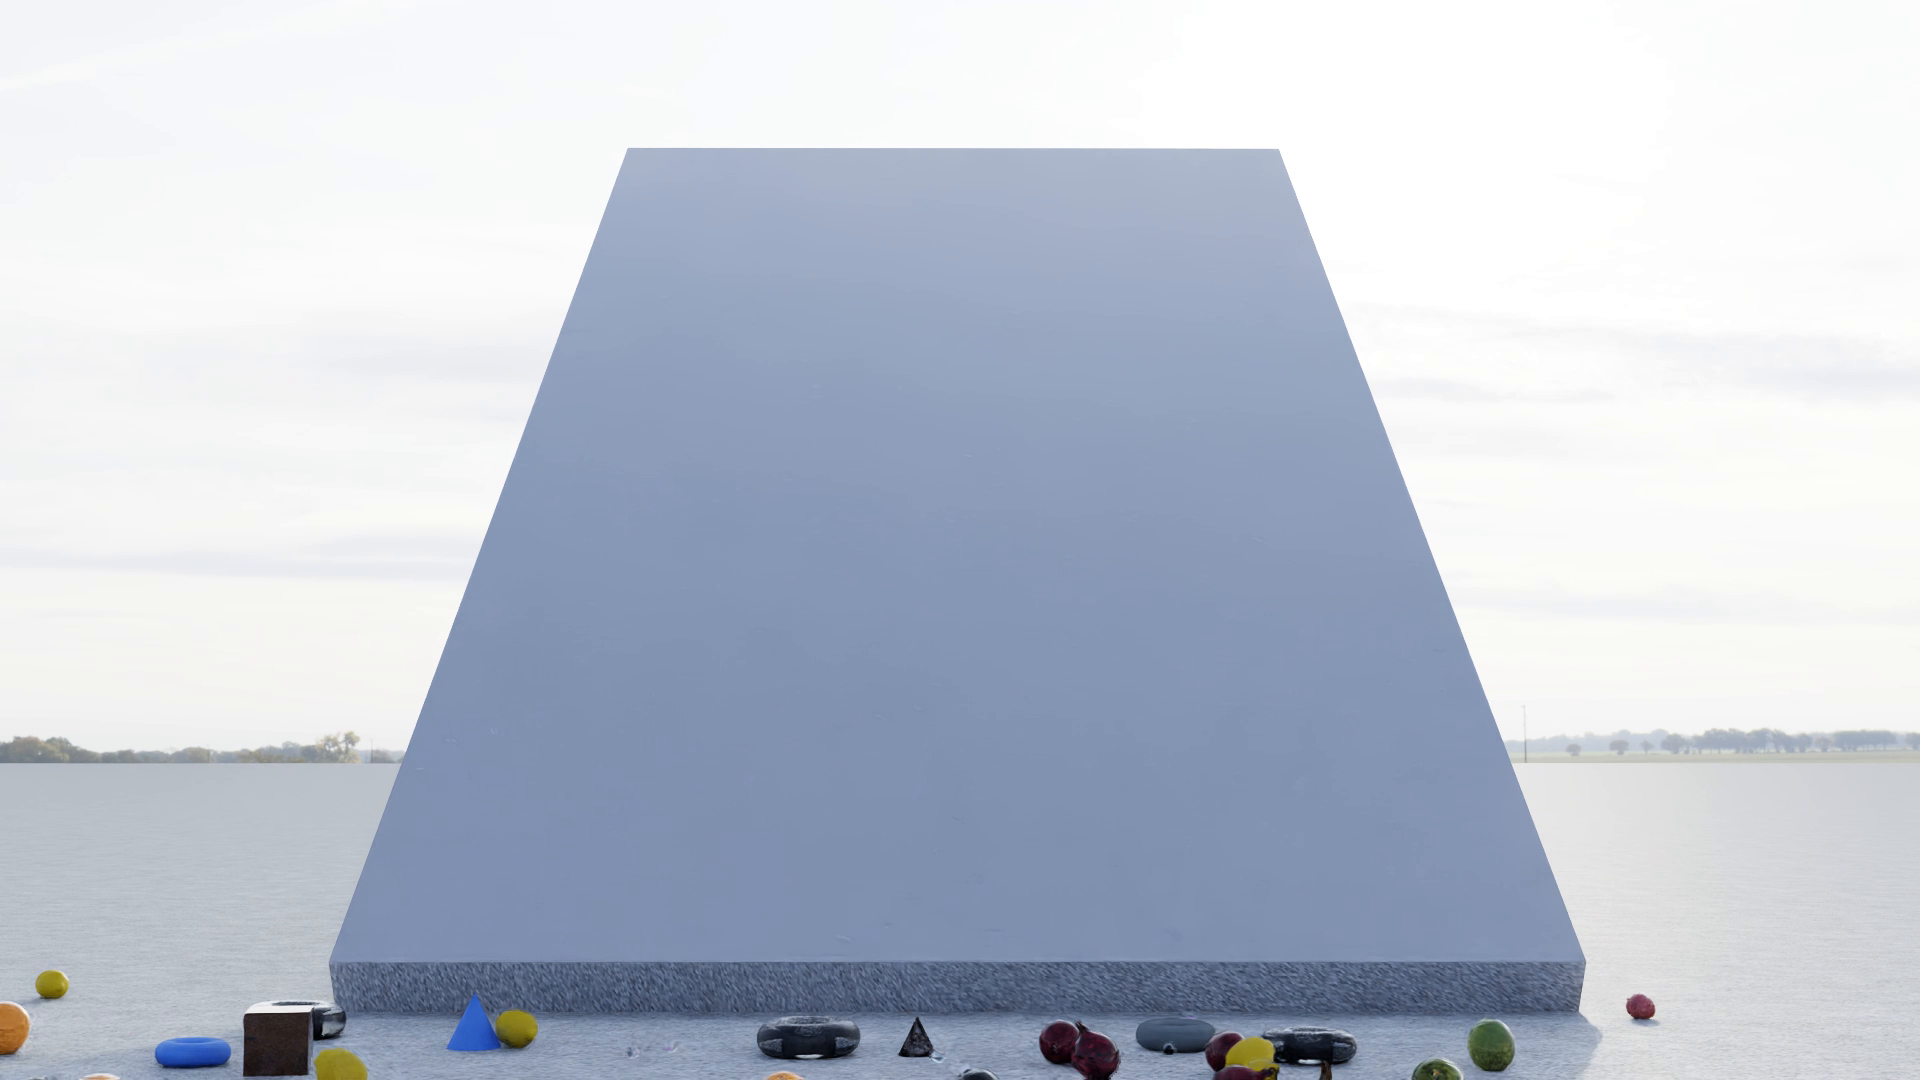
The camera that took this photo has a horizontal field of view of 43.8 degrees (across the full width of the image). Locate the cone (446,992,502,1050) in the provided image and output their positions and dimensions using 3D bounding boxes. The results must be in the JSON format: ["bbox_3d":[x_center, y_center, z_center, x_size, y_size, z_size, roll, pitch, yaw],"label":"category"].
[{"bbox_3d":[-0.686,0.678,3.369,0.077,0.077,0.077,0,-5,0],"label":"cone"}]

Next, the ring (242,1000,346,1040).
[{"bbox_3d":[-0.973,0.703,3.490,0.147,0.049,0.147,1,-5,0],"label":"ring"}]

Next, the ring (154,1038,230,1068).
[{"bbox_3d":[-1.022,0.683,3.180,0.097,0.032,0.097,1,-5,0],"label":"ring"}]

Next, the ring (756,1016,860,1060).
[{"bbox_3d":[-0.208,0.685,3.287,0.143,0.048,0.143,-1,-4,0],"label":"ring"}]

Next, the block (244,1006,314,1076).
[{"bbox_3d":[-0.888,0.652,3.109,0.080,0.080,0.080,1,-5,-11],"label":"block"}]

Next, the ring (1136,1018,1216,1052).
[{"bbox_3d":[0.304,0.696,3.350,0.114,0.038,0.114,1,-4,0],"label":"ring"}]

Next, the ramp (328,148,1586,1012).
[{"bbox_3d":[-0.011,-0.223,5.582,2.000,0.100,4.000,0,28,0],"label":"ramp"}]

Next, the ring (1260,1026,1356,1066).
[{"bbox_3d":[0.469,0.680,3.212,0.131,0.044,0.131,0,-7,0],"label":"ring"}]

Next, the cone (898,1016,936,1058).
[{"bbox_3d":[-0.059,0.682,3.285,0.053,0.053,0.053,0,-5,0],"label":"cone"}]
